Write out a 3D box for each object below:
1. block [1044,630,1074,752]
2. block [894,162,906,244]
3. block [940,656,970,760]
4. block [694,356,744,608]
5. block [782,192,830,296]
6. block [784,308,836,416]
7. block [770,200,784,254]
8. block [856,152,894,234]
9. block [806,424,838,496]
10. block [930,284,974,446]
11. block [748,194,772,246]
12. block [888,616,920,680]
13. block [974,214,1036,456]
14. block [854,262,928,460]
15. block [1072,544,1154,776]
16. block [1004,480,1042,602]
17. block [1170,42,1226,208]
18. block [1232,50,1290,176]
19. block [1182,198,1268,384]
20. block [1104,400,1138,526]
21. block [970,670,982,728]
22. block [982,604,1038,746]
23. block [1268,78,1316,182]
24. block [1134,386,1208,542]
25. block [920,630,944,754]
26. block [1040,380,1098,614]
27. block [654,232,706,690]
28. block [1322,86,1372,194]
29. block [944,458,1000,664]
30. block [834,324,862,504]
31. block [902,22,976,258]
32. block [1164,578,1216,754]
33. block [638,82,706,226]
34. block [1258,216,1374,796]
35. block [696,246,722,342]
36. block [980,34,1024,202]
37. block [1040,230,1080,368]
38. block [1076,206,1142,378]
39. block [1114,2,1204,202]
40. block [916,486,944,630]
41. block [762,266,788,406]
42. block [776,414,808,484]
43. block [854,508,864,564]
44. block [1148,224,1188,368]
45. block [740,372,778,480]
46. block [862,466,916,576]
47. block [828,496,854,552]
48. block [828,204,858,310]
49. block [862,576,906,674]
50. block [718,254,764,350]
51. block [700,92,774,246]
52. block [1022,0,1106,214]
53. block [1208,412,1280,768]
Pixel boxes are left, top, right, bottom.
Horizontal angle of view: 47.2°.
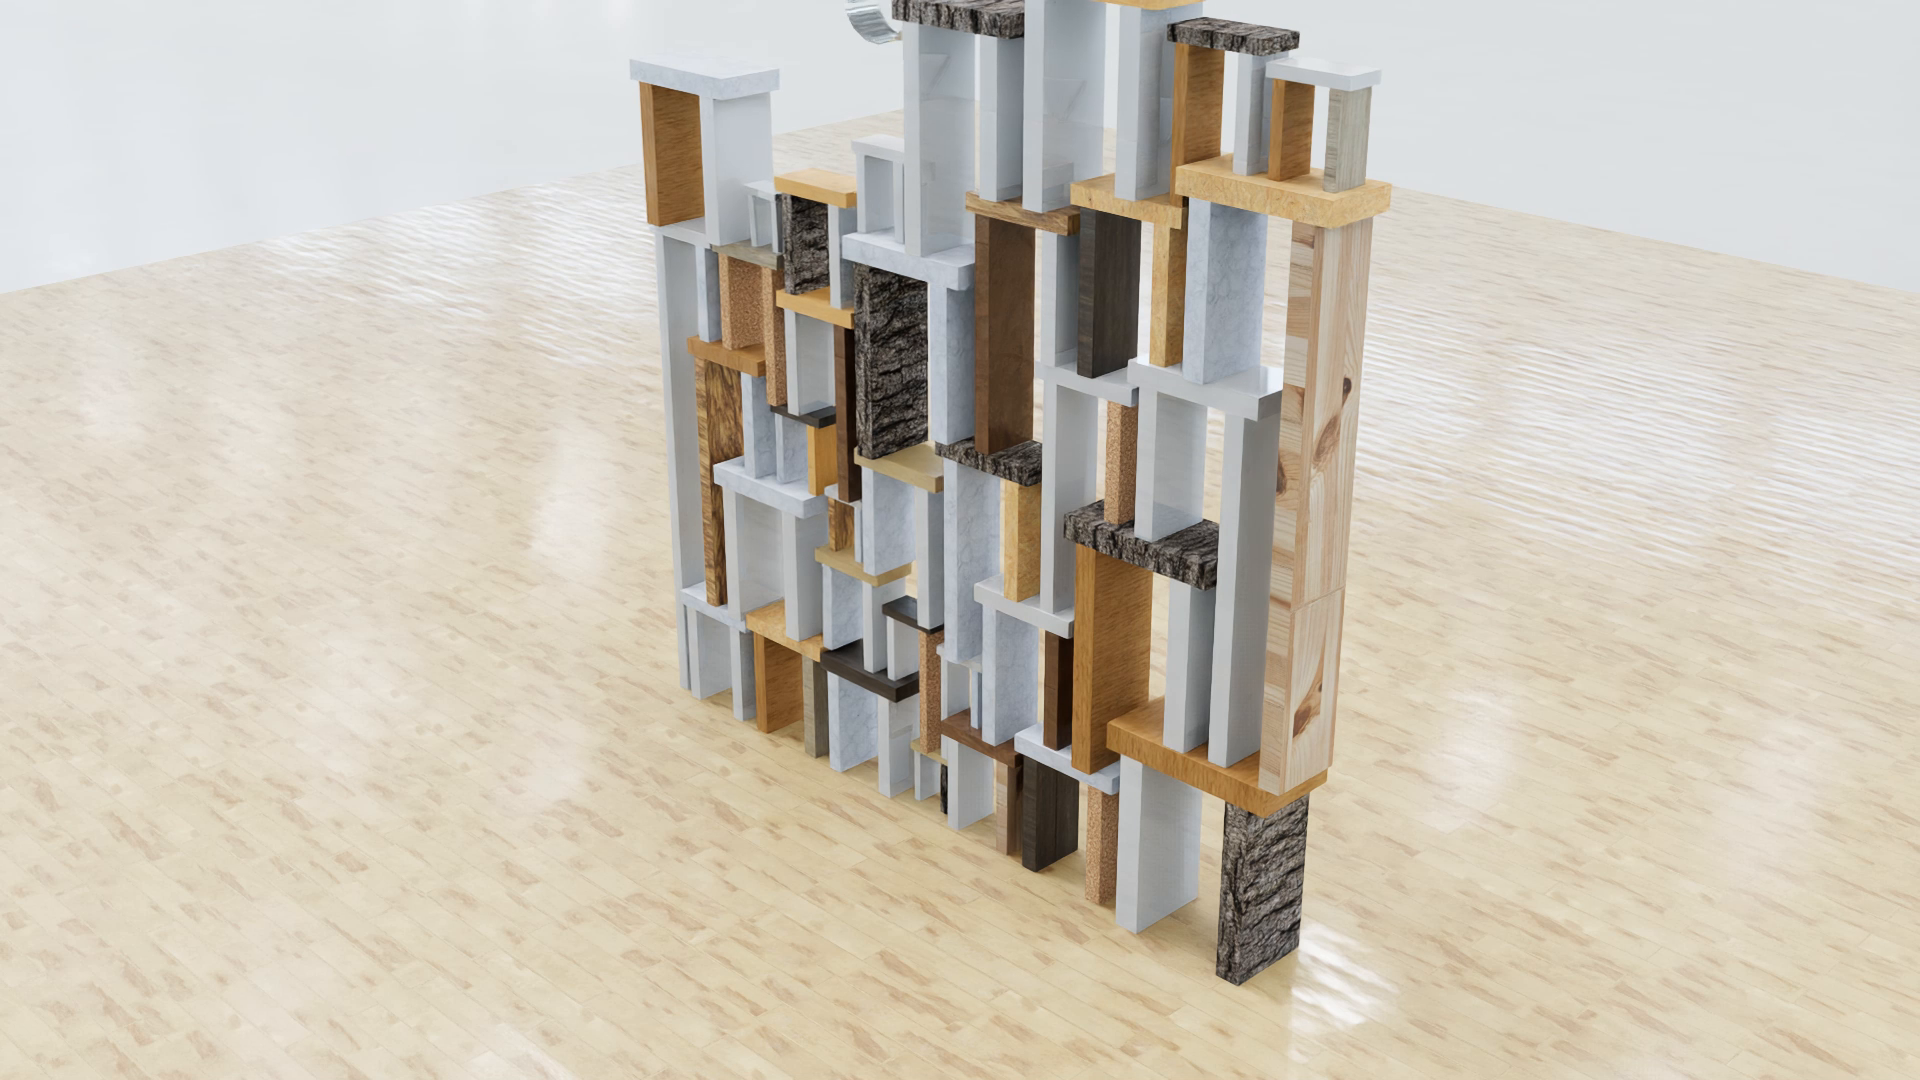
[{"bbox_3d":[0.211,0.264,4.114,0.034,0.240,0.120,21,31,41],"label":"block"},{"bbox_3d":[-0.086,-0.627,4.050,0.021,0.150,0.075,21,31,40],"label":"block"},{"bbox_3d":[-0.009,0.325,4.376,0.018,0.227,0.063,21,31,40],"label":"block"},{"bbox_3d":[-0.500,-0.134,4.704,0.032,0.567,0.113,21,31,41],"label":"block"},{"bbox_3d":[-0.298,-0.588,4.298,0.028,0.201,0.100,20,30,40],"label":"block"},{"bbox_3d":[-0.296,-0.367,4.392,0.031,0.218,0.109,20,30,39],"label":"block"},{"bbox_3d":[-0.344,-0.620,4.322,0.053,0.105,0.015,-20,29,-39],"label":"block"},{"bbox_3d":[-0.158,-0.655,4.115,0.021,0.150,0.075,21,31,40],"label":"block"},{"bbox_3d":[-0.273,-0.169,4.450,0.074,0.148,0.021,-22,31,-40],"label":"block"},{"bbox_3d":[0.014,-0.341,4.065,0.043,0.302,0.151,21,31,40],"label":"block"},{"bbox_3d":[-0.393,-0.640,4.369,0.053,0.105,0.015,-21,28,-40],"label":"block"},{"bbox_3d":[-0.114,0.208,4.429,0.069,0.139,0.020,-21,31,-40],"label":"block"},{"bbox_3d":[0.081,-0.380,3.975,0.034,0.446,0.120,21,31,40],"label":"block"},{"bbox_3d":[-0.131,-0.358,4.212,0.043,0.387,0.151,21,31,40],"label":"block"},{"bbox_3d":[0.278,0.196,4.006,0.046,0.449,0.161,21,31,41],"label":"block"},{"bbox_3d":[0.135,-0.013,4.069,0.034,0.237,0.118,21,31,41],"label":"block"},{"bbox_3d":[0.380,-0.670,3.522,0.027,0.260,0.094,21,31,40],"label":"block"},{"bbox_3d":[0.469,-0.670,3.427,0.027,0.187,0.094,21,31,40],"label":"block"},{"bbox_3d":[0.431,-0.418,3.571,0.043,0.303,0.152,21,31,41],"label":"block"},{"bbox_3d":[0.303,-0.148,3.839,0.032,0.224,0.112,21,31,40],"label":"block"},{"bbox_3d":[0.050,0.301,4.302,0.018,0.125,0.063,21,31,41],"label":"block"},{"bbox_3d":[0.097,0.243,4.228,0.034,0.291,0.120,21,31,41],"label":"block"},{"bbox_3d":[0.512,-0.638,3.391,0.022,0.157,0.078,21,31,41],"label":"block"},{"bbox_3d":[0.363,-0.146,3.769,0.039,0.275,0.137,21,31,41],"label":"block"},{"bbox_3d":[-0.049,0.294,4.394,0.069,0.269,0.020,-21,31,-40],"label":"block"},{"bbox_3d":[0.198,-0.088,3.980,0.032,0.444,0.112,21,31,41],"label":"block"},{"bbox_3d":[-0.588,-0.164,4.797,0.029,1.054,0.101,21,31,41],"label":"block"},{"bbox_3d":[0.586,-0.609,3.323,0.022,0.157,0.078,21,31,40],"label":"block"},{"bbox_3d":[0.024,0.027,4.207,0.034,0.419,0.118,21,31,40],"label":"block"},{"bbox_3d":[-0.193,-0.260,4.326,0.109,0.365,0.031,-21,31,-40],"label":"block"},{"bbox_3d":[-0.036,-0.727,3.944,0.040,0.416,0.141,21,31,40],"label":"block"},{"bbox_3d":[0.430,0.197,3.842,0.046,0.322,0.161,21,31,41],"label":"block"},{"bbox_3d":[-0.578,-0.801,4.501,0.146,0.292,0.041,-21,31,-40],"label":"block"},{"bbox_3d":[0.575,-0.049,3.573,0.043,0.985,0.152,21,31,41],"label":"block"},{"bbox_3d":[-0.493,-0.518,4.541,0.101,0.203,0.029,-21,31,-40],"label":"block"},{"bbox_3d":[0.097,-0.737,3.796,0.040,0.282,0.141,21,31,40],"label":"block"},{"bbox_3d":[0.195,-0.431,3.831,0.034,0.240,0.120,21,31,41],"label":"block"},{"bbox_3d":[0.256,-0.434,3.766,0.034,0.297,0.120,21,31,40],"label":"block"},{"bbox_3d":[0.323,-0.719,3.574,0.044,0.310,0.155,21,31,40],"label":"block"},{"bbox_3d":[-0.032,0.020,4.271,0.113,0.292,0.032,-21,31,-40],"label":"block"},{"bbox_3d":[-0.346,-0.420,4.427,0.028,0.288,0.100,21,31,40],"label":"block"},{"bbox_3d":[-0.342,-0.197,4.514,0.021,0.148,0.074,21,31,40],"label":"block"},{"bbox_3d":[-0.184,-0.018,4.416,0.058,0.117,0.017,-21,31,-40],"label":"block"},{"bbox_3d":[0.369,-0.417,3.651,0.034,0.239,0.120,21,31,41],"label":"block"},{"bbox_3d":[-0.394,-0.249,4.539,0.032,0.226,0.113,21,31,41],"label":"block"},{"bbox_3d":[-0.140,-0.052,4.357,0.113,0.226,0.032,-22,31,-40],"label":"block"},{"bbox_3d":[-0.239,-0.040,4.467,0.058,0.117,0.017,-21,31,-40],"label":"block"},{"bbox_3d":[-0.203,-0.551,4.211,0.028,0.201,0.100,21,31,41],"label":"block"},{"bbox_3d":[-0.152,0.163,4.460,0.094,0.197,0.027,-21,31,-41],"label":"block"},{"bbox_3d":[-0.442,-0.497,4.495,0.100,0.200,0.028,-22,31,-40],"label":"block"},{"bbox_3d":[-0.441,-0.745,4.375,0.146,0.295,0.041,-21,31,-40],"label":"block"},{"bbox_3d":[0.176,-0.749,3.718,0.044,0.366,0.155,21,31,40],"label":"block"},{"bbox_3d":[0.492,0.074,3.722,0.039,0.642,0.137,21,31,41],"label":"block"}]
